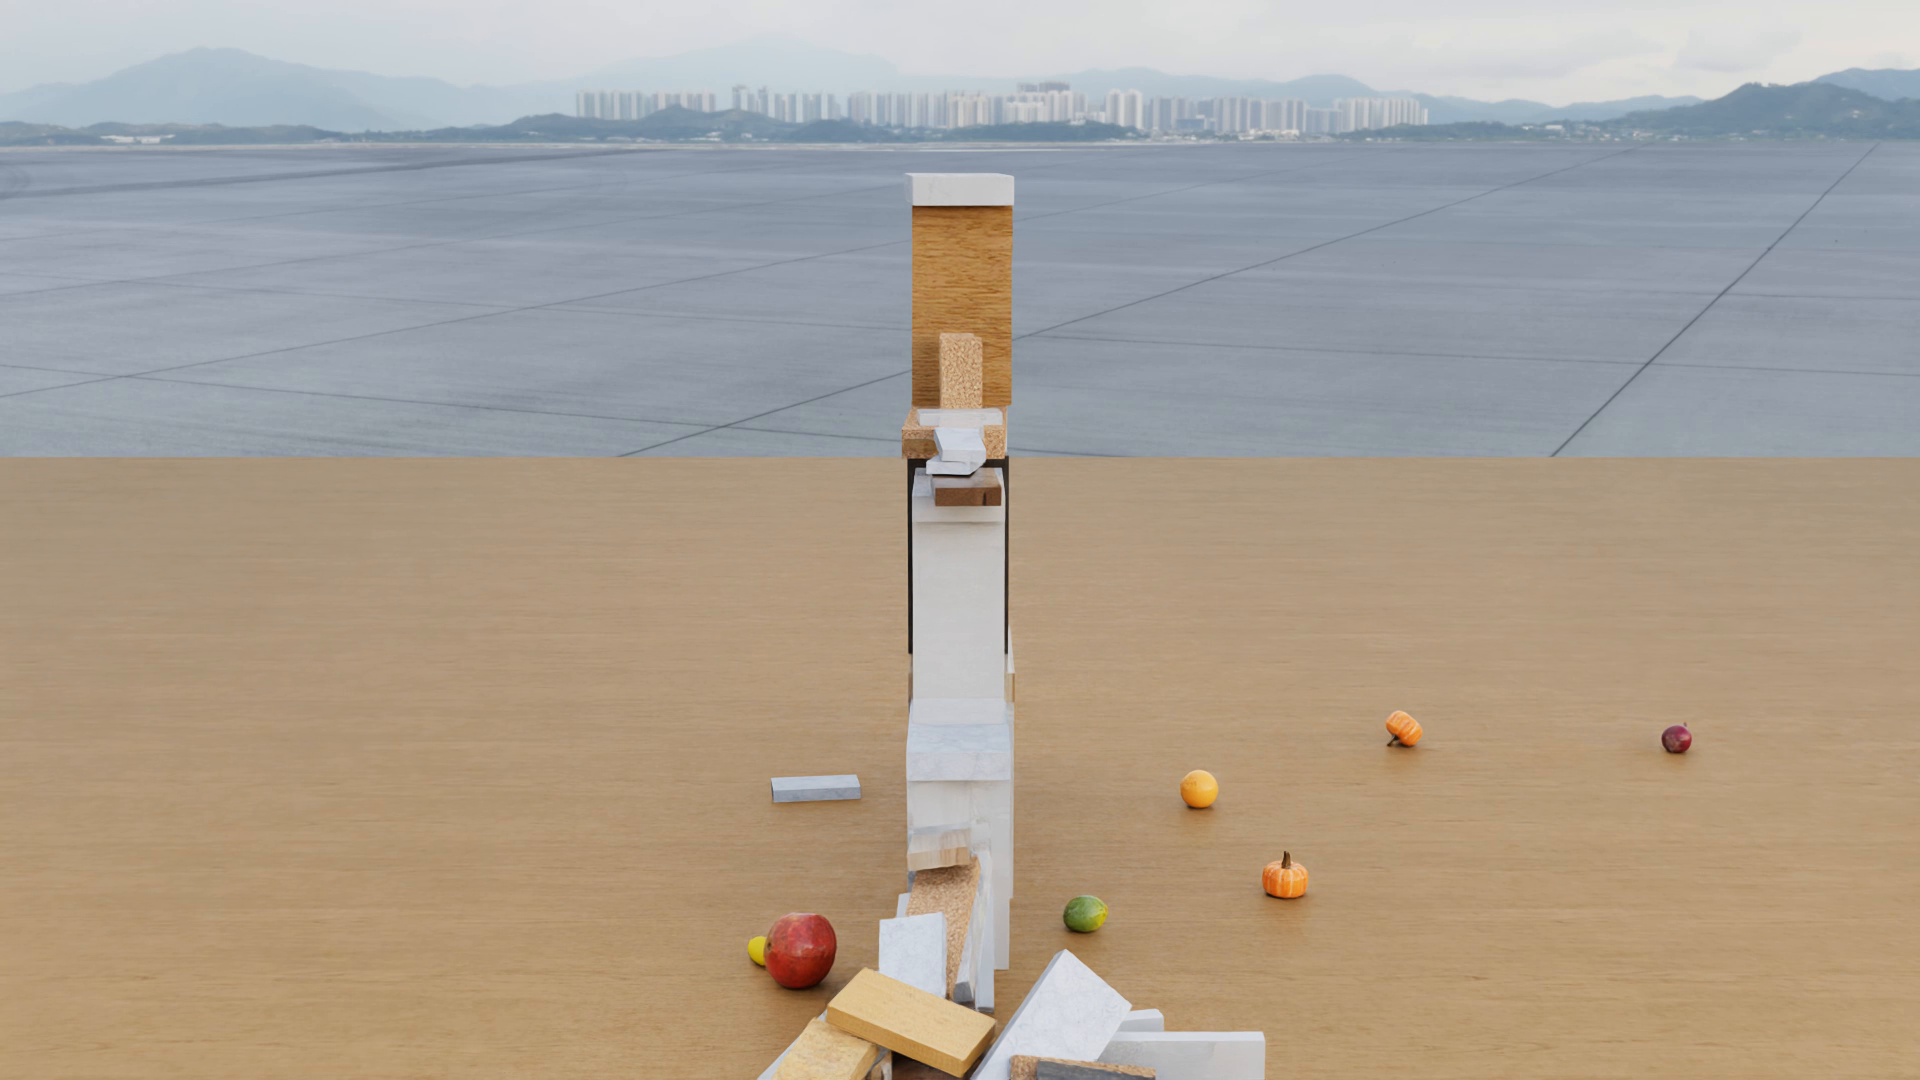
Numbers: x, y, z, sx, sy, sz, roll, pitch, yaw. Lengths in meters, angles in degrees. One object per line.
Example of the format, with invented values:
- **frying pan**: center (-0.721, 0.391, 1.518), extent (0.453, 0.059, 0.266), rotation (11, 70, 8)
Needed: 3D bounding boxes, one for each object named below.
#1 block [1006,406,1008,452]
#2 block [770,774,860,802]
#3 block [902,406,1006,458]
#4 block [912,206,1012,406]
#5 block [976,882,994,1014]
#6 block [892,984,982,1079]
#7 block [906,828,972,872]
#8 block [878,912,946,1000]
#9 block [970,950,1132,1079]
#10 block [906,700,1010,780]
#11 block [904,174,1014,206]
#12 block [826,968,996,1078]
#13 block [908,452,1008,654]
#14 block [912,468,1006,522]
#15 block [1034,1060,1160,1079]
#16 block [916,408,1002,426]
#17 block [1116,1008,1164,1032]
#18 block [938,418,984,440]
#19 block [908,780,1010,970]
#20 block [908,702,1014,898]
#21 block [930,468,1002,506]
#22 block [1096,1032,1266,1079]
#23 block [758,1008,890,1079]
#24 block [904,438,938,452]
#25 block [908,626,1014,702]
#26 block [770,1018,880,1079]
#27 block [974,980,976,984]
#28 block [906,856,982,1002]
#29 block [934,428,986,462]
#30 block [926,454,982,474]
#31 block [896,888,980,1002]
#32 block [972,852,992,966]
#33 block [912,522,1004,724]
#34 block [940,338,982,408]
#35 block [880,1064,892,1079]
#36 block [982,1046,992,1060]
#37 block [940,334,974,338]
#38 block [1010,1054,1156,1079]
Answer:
- **block**: center (0.001, -0.327, 4.121), extent (0.175, 0.610, 0.050), rotation (0, 10, 1)
- **block**: center (-0.277, 0.476, 4.218), extent (0.166, 0.023, 0.083), rotation (-1, 11, -8)
- **block**: center (-0.006, -0.186, 3.740), extent (0.167, 0.047, 0.334), rotation (0, 11, 2)
- **block**: center (0.004, -0.414, 3.881), extent (0.175, 0.350, 0.050), rotation (0, 6, 1)
- **block**: center (0.001, 0.594, 3.209), extent (0.096, 0.192, 0.027), rotation (0, -32, 0)
- **block**: center (-0.031, 0.656, 2.909), extent (0.113, 0.032, 0.312), rotation (-11, 10, 0)
- **block**: center (-0.028, 0.449, 3.194), extent (0.087, 0.025, 0.174), rotation (-7, 1, 2)
- **block**: center (-0.063, 0.580, 2.915), extent (0.087, 0.025, 0.174), rotation (-9, 48, 11)
- **block**: center (0.111, 0.642, 2.775), extent (0.227, 0.113, 0.032), rotation (-51, 3, -30)
- **block**: center (-0.002, 0.306, 3.397), extent (0.153, 0.043, 0.307), rotation (0, 10, 0)
- **block**: center (-0.006, -0.632, 3.957), extent (0.175, 0.050, 0.350), rotation (-1, 10, -4)
- **block**: center (-0.062, 0.612, 2.799), extent (0.193, 0.027, 0.097), rotation (17, 27, 21)
- **block**: center (-0.003, 0.022, 3.665), extent (0.167, 0.334, 0.047), rotation (0, 11, 0)
- **block**: center (-0.002, -0.073, 3.445), extent (0.140, 0.040, 0.280), rotation (0, 11, 0)
- **block**: center (0.221, 0.705, 2.677), extent (0.268, 0.099, 0.028), rotation (9, -23, 1)
- **block**: center (-0.001, -0.205, 3.657), extent (0.137, 0.019, 0.068), rotation (-1, 11, -5)
- **block**: center (0.166, 0.681, 2.901), extent (0.204, 0.102, 0.029), rotation (-2, 11, -12)
- **block**: center (0.002, -0.178, 3.512), extent (0.068, 0.019, 0.137), rotation (0, 10, -1)
- **block**: center (-0.002, 0.497, 3.330), extent (0.153, 0.307, 0.043), rotation (0, 10, 0)
- **block**: center (0.002, 0.421, 3.638), extent (0.172, 0.344, 0.049), rotation (0, 11, 0)
- **block**: center (0.008, -0.081, 3.304), extent (0.097, 0.027, 0.193), rotation (-1, 11, -3)
- **block**: center (0.223, 0.691, 2.847), extent (0.338, 0.102, 0.029), rotation (0, 11, 0)
- **block**: center (-0.169, 0.668, 2.829), extent (0.099, 0.028, 0.197), rotation (27, 60, 40)
- **block**: center (-0.041, -0.150, 3.491), extent (0.066, 0.019, 0.132), rotation (-1, 4, -15)
- **block**: center (0.002, 0.207, 3.715), extent (0.172, 0.049, 0.344), rotation (0, 11, 0)
- **block**: center (-0.193, 0.694, 2.756), extent (0.097, 0.027, 0.194), rotation (11, 45, 31)
- **block**: center (-0.008, 0.647, 3.131), extent (0.059, 0.017, 0.117), rotation (-5, 44, 5)
- **block**: center (-0.035, 0.540, 3.053), extent (0.087, 0.025, 0.305), rotation (-7, 26, 12)
- **block**: center (-0.001, -0.146, 3.368), extent (0.066, 0.019, 0.132), rotation (1, 17, -7)
- **block**: center (-0.007, -0.118, 3.377), extent (0.066, 0.019, 0.132), rotation (1, 9, 9)
- **block**: center (-0.035, 0.566, 3.067), extent (0.113, 0.032, 0.227), rotation (-9, 25, 8)
- **block**: center (-0.013, 0.537, 3.184), extent (0.096, 0.027, 0.192), rotation (-3, 44, 14)
- **block**: center (-0.002, 0.122, 3.386), extent (0.140, 0.322, 0.040), rotation (0, 10, 0)
- **block**: center (0.002, -0.271, 3.690), extent (0.068, 0.137, 0.019), rotation (-1, 11, -5)
- **block**: center (-0.039, 0.729, 2.841), extent (0.102, 0.029, 0.204), rotation (-2, 11, -9)
- **block**: center (0.002, 0.702, 2.835), extent (0.093, 0.026, 0.186), rotation (1, 11, 3)
- **block**: center (-0.005, -0.340, 3.759), extent (0.058, 0.016, 0.116), rotation (0, 11, 1)
- **block**: center (0.152, 0.696, 2.731), extent (0.186, 0.093, 0.026), rotation (10, -22, -19)
